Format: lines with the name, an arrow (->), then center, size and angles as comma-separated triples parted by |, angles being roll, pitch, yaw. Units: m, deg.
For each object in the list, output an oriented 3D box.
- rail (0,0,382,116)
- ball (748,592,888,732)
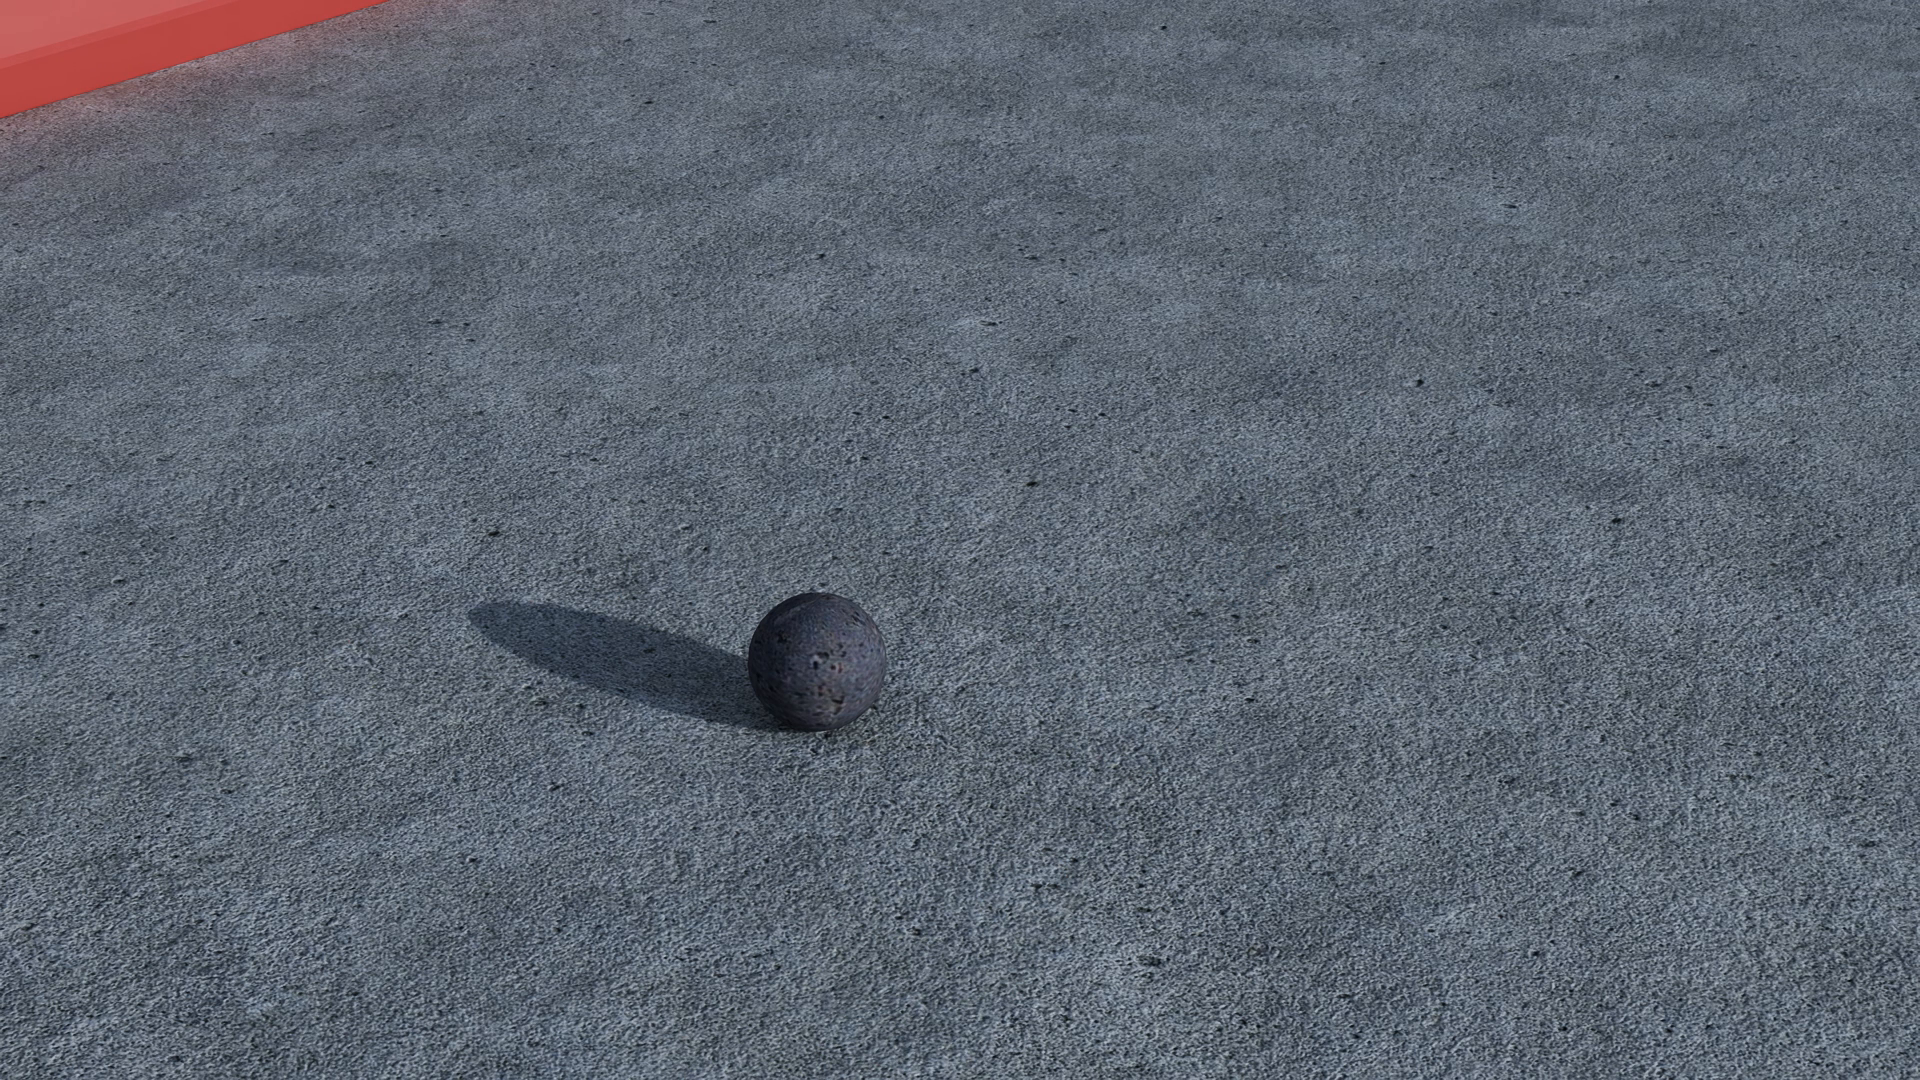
rail -> -0.249, -0.724, 3.083 | 0.045, 0.121, 4.290 | 19, 33, 33
ball -> -0.077, 0.065, 1.577 | 0.075, 0.075, 0.075 | 0, 27, 0
